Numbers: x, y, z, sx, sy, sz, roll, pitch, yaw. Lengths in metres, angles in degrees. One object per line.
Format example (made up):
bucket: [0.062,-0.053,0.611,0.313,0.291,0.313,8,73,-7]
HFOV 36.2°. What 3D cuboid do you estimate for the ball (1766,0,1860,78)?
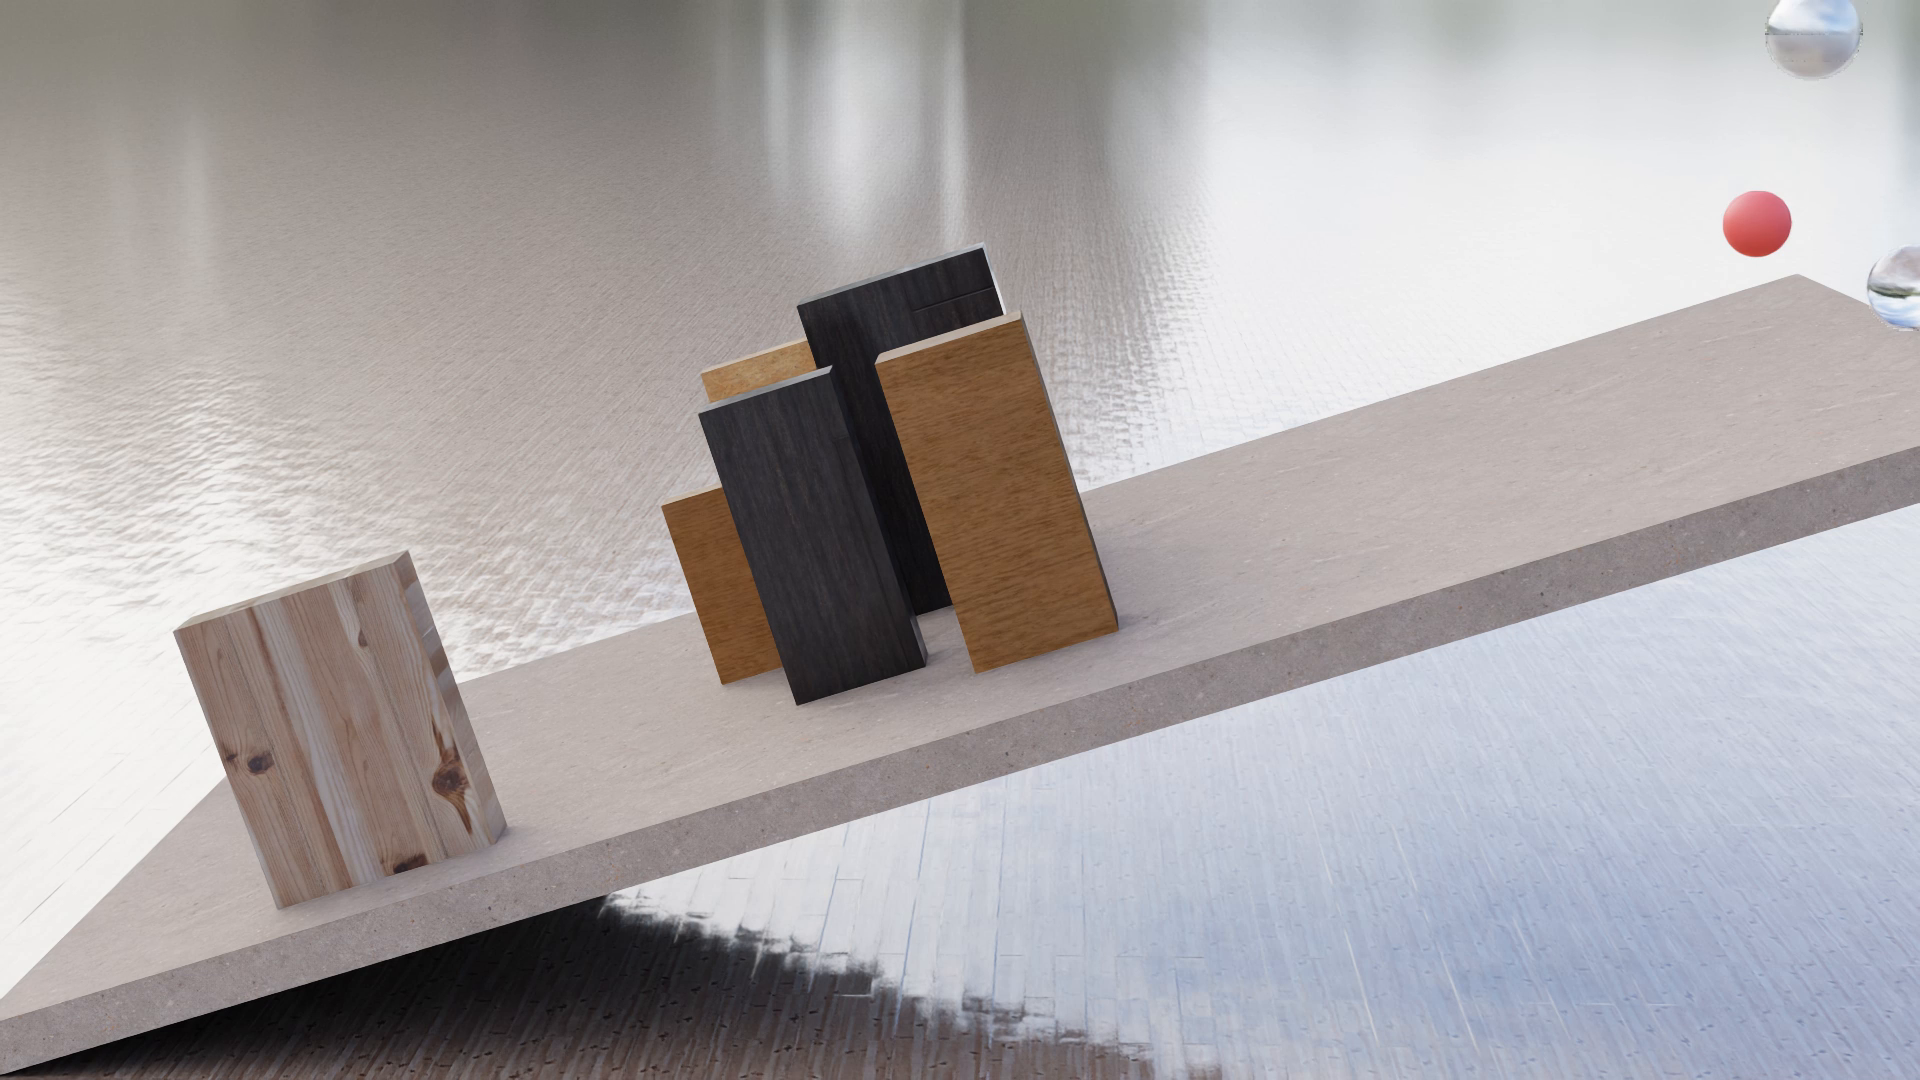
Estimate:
ball: [1.744,-1.037,6.010,0.185,0.185,0.185,0,11,0]

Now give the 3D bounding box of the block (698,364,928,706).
block: [-0.294,-0.009,5.949,0.275,0.627,0.114,-17,10,5]

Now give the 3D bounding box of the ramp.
ramp: [0.099,0.183,6.312,4.000,0.100,2.000,-17,10,5]

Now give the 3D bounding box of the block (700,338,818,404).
block: [-0.339,-0.200,7.165,0.415,0.578,0.089,-17,10,5]

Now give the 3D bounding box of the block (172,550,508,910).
block: [-1.186,0.365,5.652,0.448,0.576,0.123,-17,10,5]

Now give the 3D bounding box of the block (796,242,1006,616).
block: [-0.039,-0.237,6.432,0.420,0.727,0.127,-17,10,5]

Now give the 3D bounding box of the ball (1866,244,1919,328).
ball: [1.921,-0.512,5.945,0.169,0.169,0.169,0,11,0]

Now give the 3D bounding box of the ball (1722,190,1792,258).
ball: [1.747,-0.693,6.445,0.147,0.147,0.147,0,11,0]

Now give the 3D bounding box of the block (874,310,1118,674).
block: [0.075,-0.094,5.740,0.292,0.638,0.147,-17,10,5]

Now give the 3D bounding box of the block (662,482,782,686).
block: [-0.399,0.059,6.371,0.375,0.415,0.080,-17,10,5]
